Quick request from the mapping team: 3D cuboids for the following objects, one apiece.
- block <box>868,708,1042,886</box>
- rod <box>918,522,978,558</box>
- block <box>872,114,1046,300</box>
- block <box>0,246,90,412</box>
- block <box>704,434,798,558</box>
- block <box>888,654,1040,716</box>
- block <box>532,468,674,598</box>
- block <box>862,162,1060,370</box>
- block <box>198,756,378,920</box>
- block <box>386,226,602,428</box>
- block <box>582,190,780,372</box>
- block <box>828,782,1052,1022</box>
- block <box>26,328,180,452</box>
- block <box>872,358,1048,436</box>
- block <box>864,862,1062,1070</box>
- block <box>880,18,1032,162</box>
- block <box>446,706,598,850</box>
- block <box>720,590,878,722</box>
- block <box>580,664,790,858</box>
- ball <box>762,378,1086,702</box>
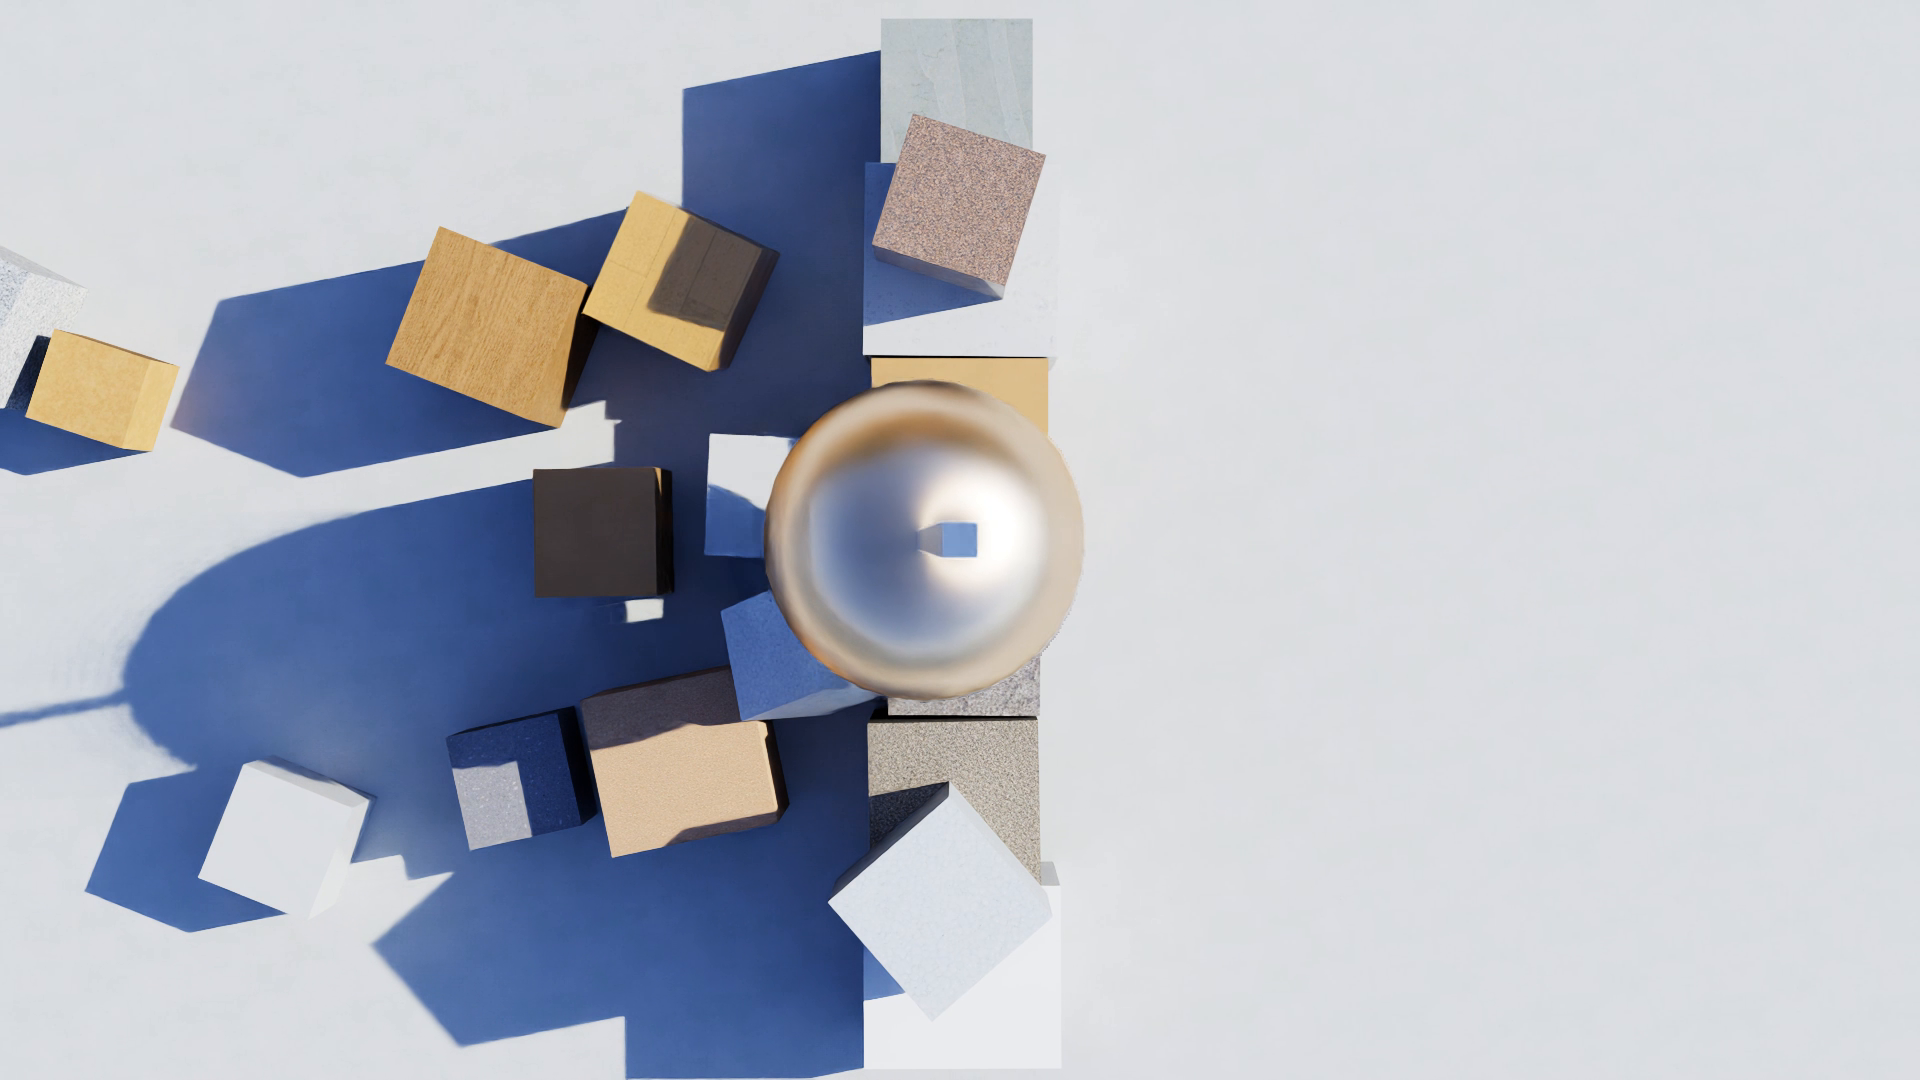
[{"bbox_3d":[-0.030,1.443,12.487,0.930,1.026,0.904,-1,90,0],"label":"block"},{"bbox_3d":[-0.077,0.000,7.528,0.080,5.200,0.080,0,90,-2],"label":"rod"},{"bbox_3d":[-0.005,-1.760,11.689,0.724,0.637,0.712,17,90,0],"label":"block"},{"bbox_3d":[-5.734,-1.325,12.574,0.925,0.853,0.805,27,90,0],"label":"block"},{"bbox_3d":[-1.008,-0.237,12.658,0.818,0.684,0.679,3,90,0],"label":"block"},{"bbox_3d":[0.027,0.511,12.567,0.837,0.867,0.913,0,90,0],"label":"block"},{"bbox_3d":[-2.035,-0.043,12.626,0.678,0.749,0.716,-1,90,0],"label":"block"},{"bbox_3d":[0.010,-1.531,12.504,1.067,0.993,1.050,1,90,0],"label":"block"},{"bbox_3d":[-3.878,1.714,12.727,0.662,0.547,0.689,22,90,0],"label":"block"},{"bbox_3d":[-2.606,-1.190,12.515,0.838,0.970,0.809,21,90,0],"label":"block"},{"bbox_3d":[-1.574,-1.472,12.563,0.766,0.800,0.745,25,96,0],"label":"block"},{"bbox_3d":[-0.100,1.885,11.596,0.819,0.756,0.810,-41,90,0],"label":"block"},{"bbox_3d":[-4.967,-0.863,12.762,0.576,0.476,0.528,18,90,0],"label":"block"},{"bbox_3d":[-0.001,-0.470,12.505,0.966,0.990,1.044,0,90,0],"label":"block"},{"bbox_3d":[0.013,2.404,12.540,1.083,0.921,1.003,0,90,0],"label":"block"},{"bbox_3d":[-0.017,-2.482,12.620,0.846,0.761,0.841,0,90,0],"label":"block"},{"bbox_3d":[-2.527,1.367,12.722,0.647,0.556,0.652,-12,90,0],"label":"block"},{"bbox_3d":[-0.797,0.592,12.078,0.691,0.645,0.624,-23,74,42],"label":"block"},{"bbox_3d":[-1.554,1.225,12.574,0.935,0.851,0.885,-12,90,0],"label":"block"},{"bbox_3d":[-0.178,0.000,10.926,1.600,1.600,1.600,0,90,0],"label":"ball"}]
